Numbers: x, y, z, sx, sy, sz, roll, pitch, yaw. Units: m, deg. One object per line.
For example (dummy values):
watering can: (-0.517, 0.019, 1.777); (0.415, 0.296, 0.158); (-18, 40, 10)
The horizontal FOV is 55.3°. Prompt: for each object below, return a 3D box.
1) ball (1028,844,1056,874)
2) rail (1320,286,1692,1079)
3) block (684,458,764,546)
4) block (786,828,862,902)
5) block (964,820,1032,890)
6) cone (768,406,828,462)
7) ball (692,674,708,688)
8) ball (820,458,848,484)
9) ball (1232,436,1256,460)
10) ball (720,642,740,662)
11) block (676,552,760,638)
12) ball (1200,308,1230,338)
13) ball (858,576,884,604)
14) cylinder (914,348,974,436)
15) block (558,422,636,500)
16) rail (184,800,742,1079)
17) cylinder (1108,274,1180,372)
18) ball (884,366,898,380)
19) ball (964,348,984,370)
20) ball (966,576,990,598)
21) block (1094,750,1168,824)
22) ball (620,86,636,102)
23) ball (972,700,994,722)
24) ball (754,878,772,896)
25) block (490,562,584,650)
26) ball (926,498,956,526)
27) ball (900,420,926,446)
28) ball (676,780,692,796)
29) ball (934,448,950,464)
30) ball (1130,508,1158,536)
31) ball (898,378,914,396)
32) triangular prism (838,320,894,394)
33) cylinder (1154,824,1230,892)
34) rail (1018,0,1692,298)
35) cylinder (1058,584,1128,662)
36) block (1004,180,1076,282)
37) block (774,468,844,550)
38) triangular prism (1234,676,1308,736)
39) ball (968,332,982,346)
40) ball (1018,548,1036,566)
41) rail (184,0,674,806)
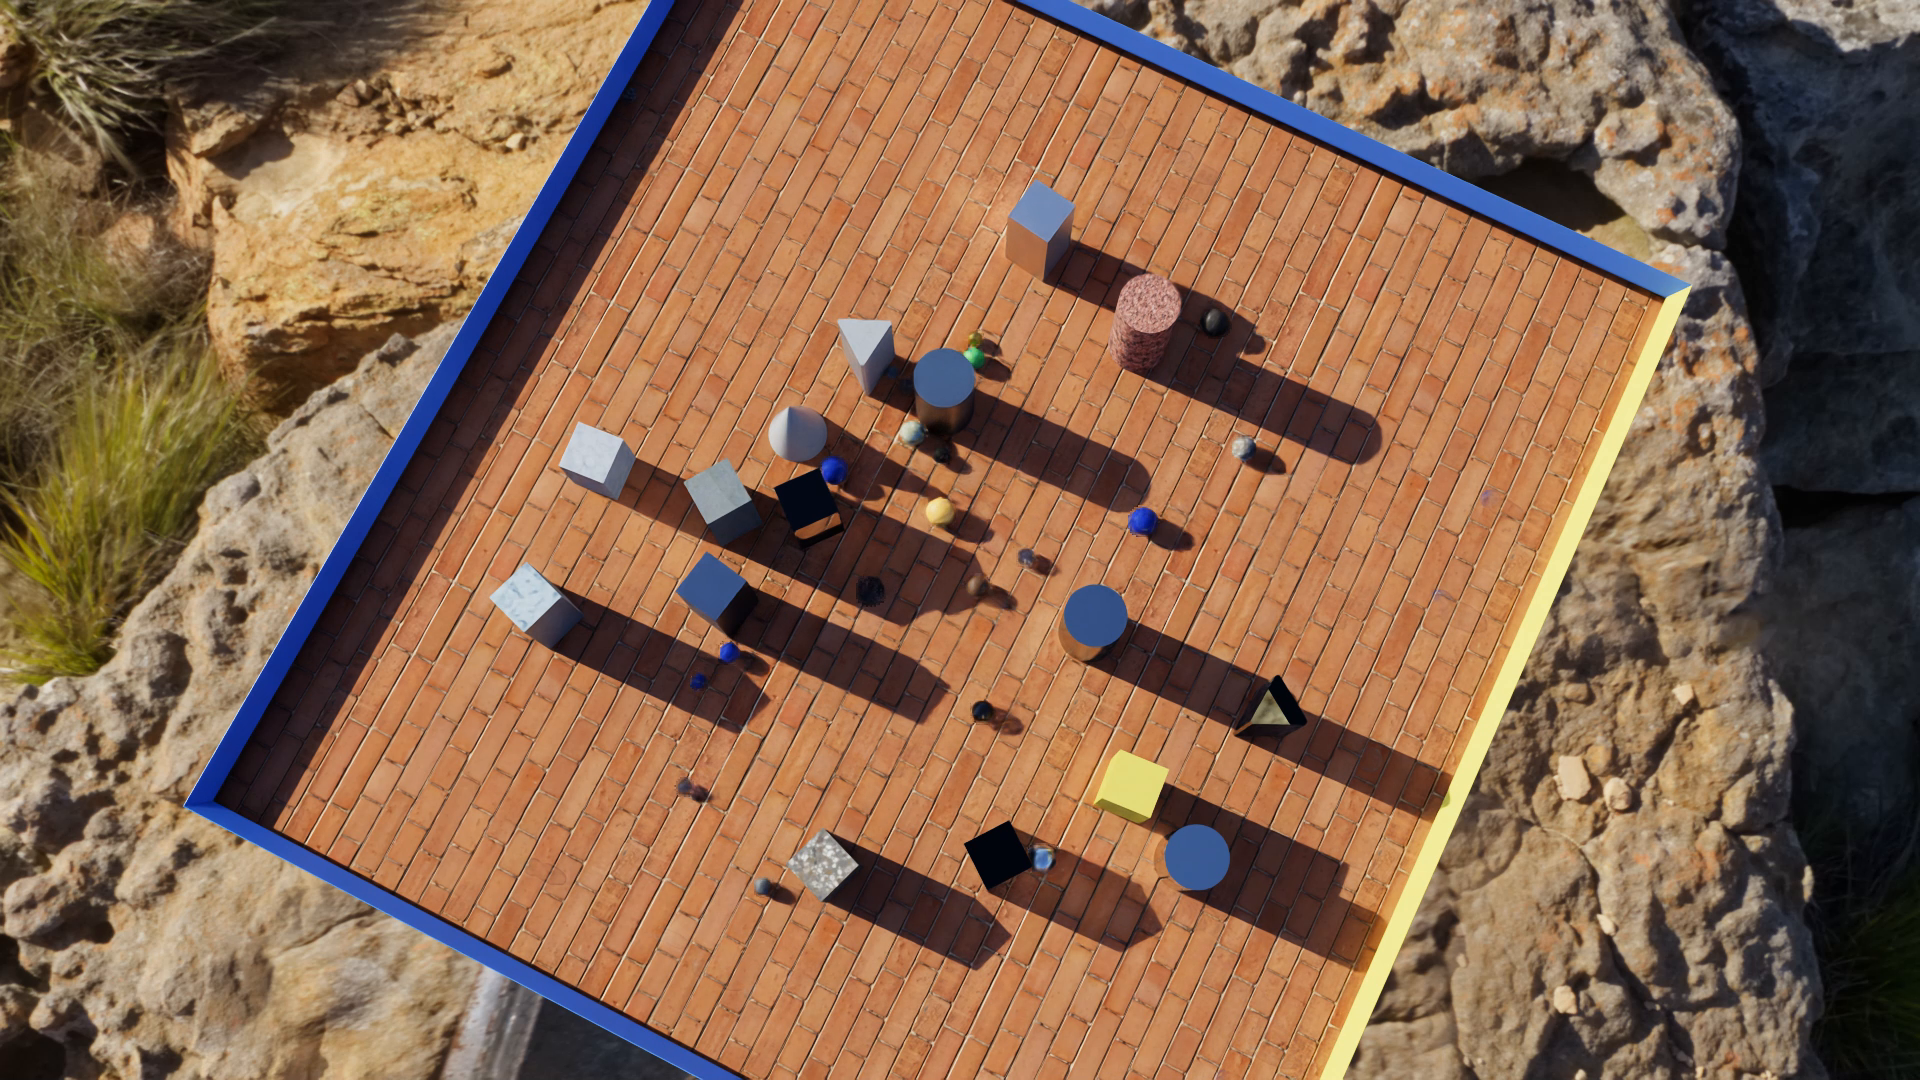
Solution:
ball: (0.240, 0.935, 5.380); (0.085, 0.085, 0.085); (0, 78, 0)
rail: (1.470, 0.726, 5.405); (0.045, 0.118, 3.451); (26, 80, 5)
block: (-0.703, -0.109, 5.473); (0.146, 0.325, 0.146); (-30, 80, -6)
block: (-0.389, 0.941, 5.290); (0.146, 0.258, 0.146); (-44, 82, -8)
block: (0.108, 0.916, 5.309); (0.146, 0.231, 0.146); (-27, 80, -5)
cone: (-0.503, -0.361, 5.534); (0.182, 0.307, 0.182); (0, 78, 0)
ball: (-0.783, 0.423, 5.505); (0.046, 0.046, 0.046); (0, 78, 0)
ball: (-0.385, -0.212, 5.617); (0.084, 0.084, 0.084); (0, 78, 0)
ball: (0.873, -0.281, 5.636); (0.075, 0.075, 0.075); (0, 78, 0)
ball: (-0.693, 0.339, 5.509); (0.061, 0.061, 0.061); (0, 78, 0)
block: (-0.712, 0.166, 5.407); (0.146, 0.342, 0.146); (36, 81, 7)
ball: (0.796, -0.678, 5.710); (0.091, 0.091, 0.091); (0, 78, 0)
ball: (-0.269, 0.153, 5.542); (0.083, 0.083, 0.083); (0, 78, 0)
cylinder: (-0.047, -0.445, 5.545); (0.182, 0.320, 0.182); (0, 78, 0)
block: (-1.096, -0.237, 5.551); (0.146, 0.223, 0.146); (21, 79, 4)
rail: (-0.761, 1.497, 5.245); (3.334, 0.118, 0.045); (26, 80, 5)
cylinder: (0.555, -0.653, 5.552); (0.182, 0.390, 0.182); (0, 78, 0)
ball: (-0.213, -0.521, 5.702); (0.042, 0.042, 0.042); (0, 78, 0)
ball: (0.042, -0.565, 5.699); (0.067, 0.067, 0.067); (0, 78, 0)
ball: (0.054, 0.142, 5.552); (0.069, 0.069, 0.069); (0, 78, 0)
block: (0.492, 0.716, 5.298); (0.146, 0.333, 0.146); (22, 79, 4)
ball: (-1.064, -1.431, 5.886); (0.052, 0.052, 0.052); (0, 78, 0)
ball: (0.068, 0.512, 5.475); (0.069, 0.069, 0.069); (0, 78, 0)
ball: (-0.576, 1.018, 5.380); (0.051, 0.051, 0.051); (0, 78, 0)
block: (-1.243, 0.197, 5.404); (0.146, 0.337, 0.146); (44, 82, 8)
ball: (-0.058, -0.085, 5.588); (0.089, 0.089, 0.089); (0, 78, 0)
ball: (-0.145, -0.329, 5.644); (0.079, 0.079, 0.079); (0, 78, 0)
ball: (-0.817, 0.734, 5.441); (0.046, 0.046, 0.046); (0, 78, 0)
ball: (-0.056, -0.260, 5.643); (0.053, 0.053, 0.053); (0, 78, 0)
ball: (0.562, -0.057, 5.584); (0.086, 0.086, 0.086); (0, 78, 0)
ball: (-0.162, -0.474, 5.686); (0.056, 0.056, 0.056); (0, 78, 0)
triangular prism: (-0.303, -0.583, 5.573); (0.137, 0.321, 0.158); (32, 80, 6)
cylinder: (0.664, 0.918, 5.272); (0.182, 0.302, 0.182); (0, 78, 0)
rail: (0.761, -1.484, 5.862); (3.334, 0.118, 0.045); (26, 80, 5)
cylinder: (0.389, 0.249, 5.402); (0.182, 0.318, 0.182); (0, 78, 0)
block: (0.244, -0.947, 5.635); (0.146, 0.346, 0.146); (35, 80, 7)
block: (-0.450, -0.091, 5.497); (0.146, 0.270, 0.146); (-24, 79, -5)
triangular prism: (0.898, 0.483, 5.337); (0.158, 0.352, 0.137); (0, 78, 0)
ball: (0.046, -0.628, 5.721); (0.048, 0.048, 0.048); (0, 78, 0)
ball: (0.202, 0.052, 5.577); (0.056, 0.056, 0.056); (0, 78, 0)
rail: (-1.470, -0.714, 5.702); (0.045, 0.118, 3.451); (26, 80, 5)
